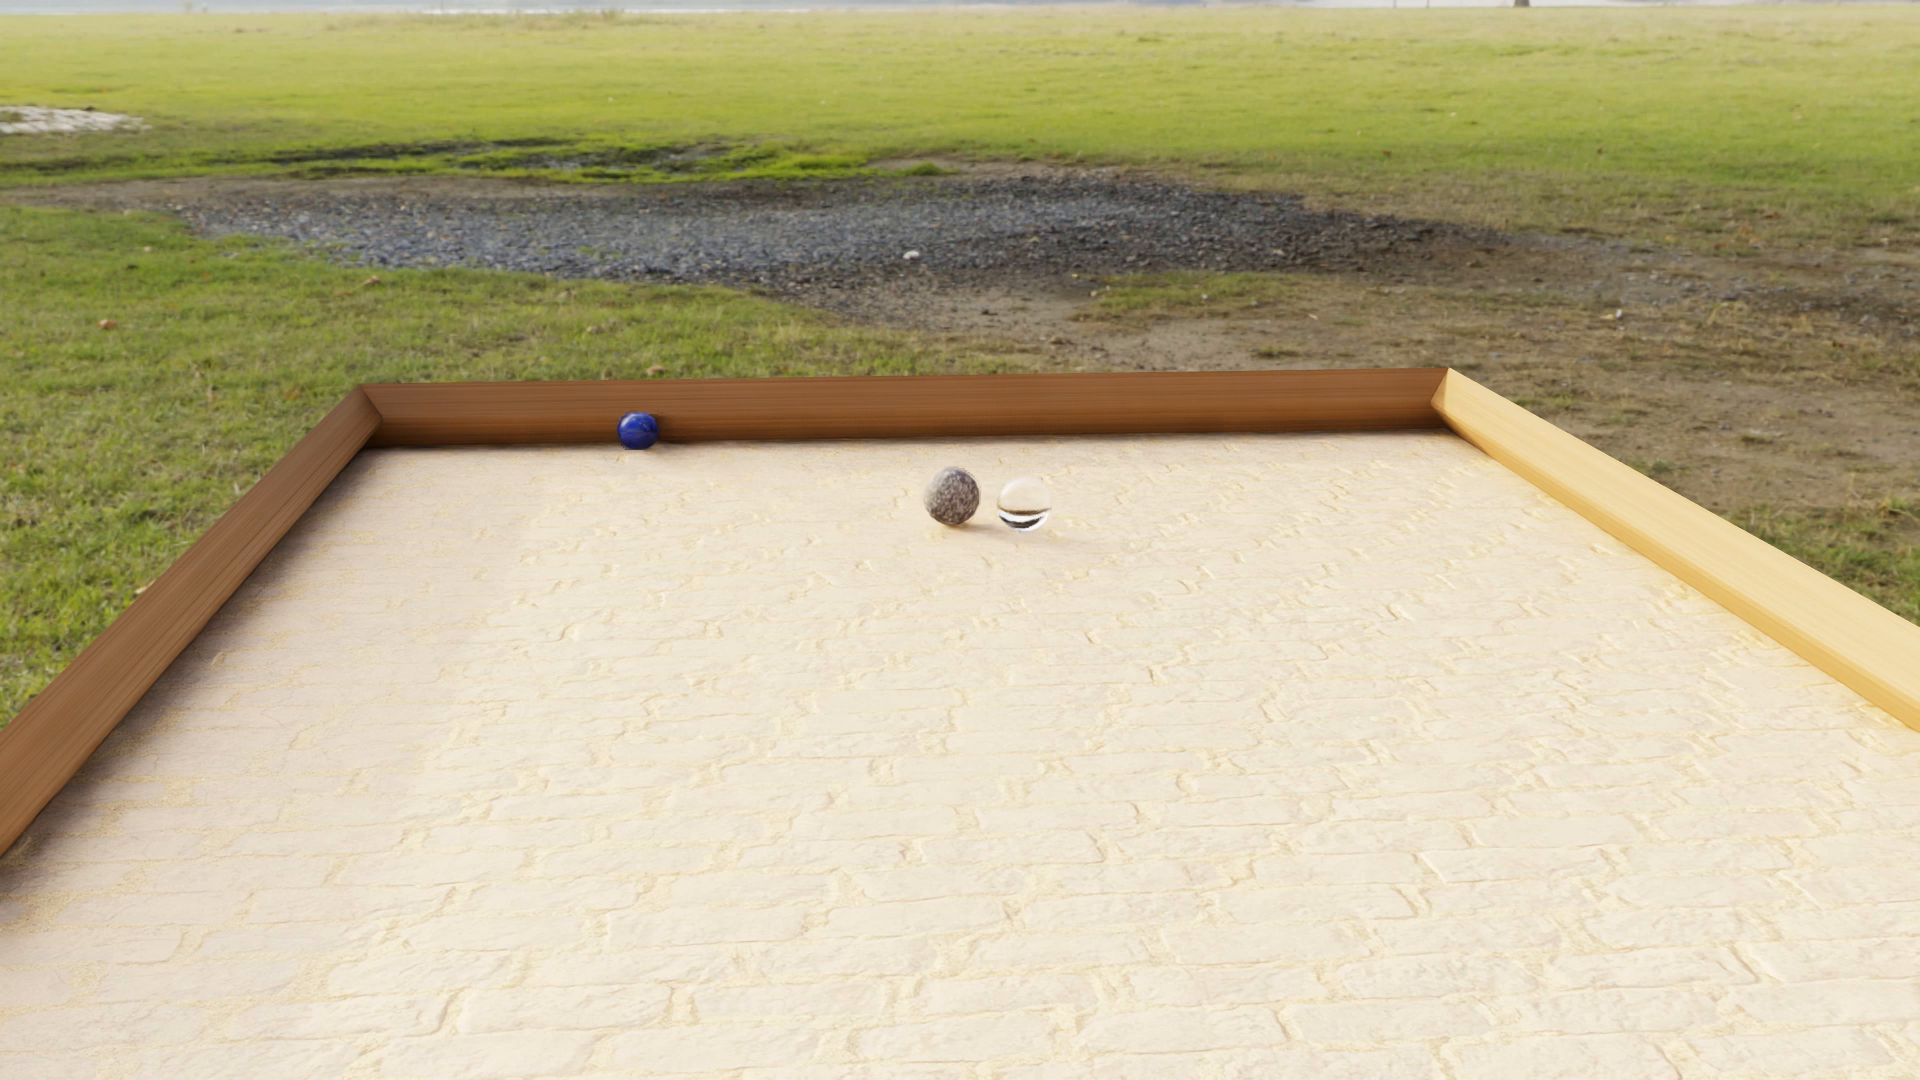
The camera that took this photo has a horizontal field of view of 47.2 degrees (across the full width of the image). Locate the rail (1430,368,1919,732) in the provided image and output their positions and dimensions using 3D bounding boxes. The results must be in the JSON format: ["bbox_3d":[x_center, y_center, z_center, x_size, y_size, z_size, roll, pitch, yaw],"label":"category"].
[{"bbox_3d":[0.974,0.181,2.098,0.045,0.105,3.531,-1,14,-5],"label":"rail"}]

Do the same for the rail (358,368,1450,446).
[{"bbox_3d":[-0.074,-0.221,3.707,1.850,0.105,0.045,-1,14,-5],"label":"rail"}]

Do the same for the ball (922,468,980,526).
[{"bbox_3d":[-0.012,-0.061,3.121,0.081,0.081,0.081,0,14,0],"label":"ball"}]

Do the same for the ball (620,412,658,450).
[{"bbox_3d":[-0.529,-0.179,3.626,0.064,0.064,0.064,0,14,0],"label":"ball"}]

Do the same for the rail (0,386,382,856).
[{"bbox_3d":[-0.822,0.219,1.948,0.045,0.105,3.531,-1,14,-5],"label":"rail"}]

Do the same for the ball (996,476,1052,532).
[{"bbox_3d":[0.090,-0.050,3.084,0.077,0.077,0.077,0,14,0],"label":"ball"}]
